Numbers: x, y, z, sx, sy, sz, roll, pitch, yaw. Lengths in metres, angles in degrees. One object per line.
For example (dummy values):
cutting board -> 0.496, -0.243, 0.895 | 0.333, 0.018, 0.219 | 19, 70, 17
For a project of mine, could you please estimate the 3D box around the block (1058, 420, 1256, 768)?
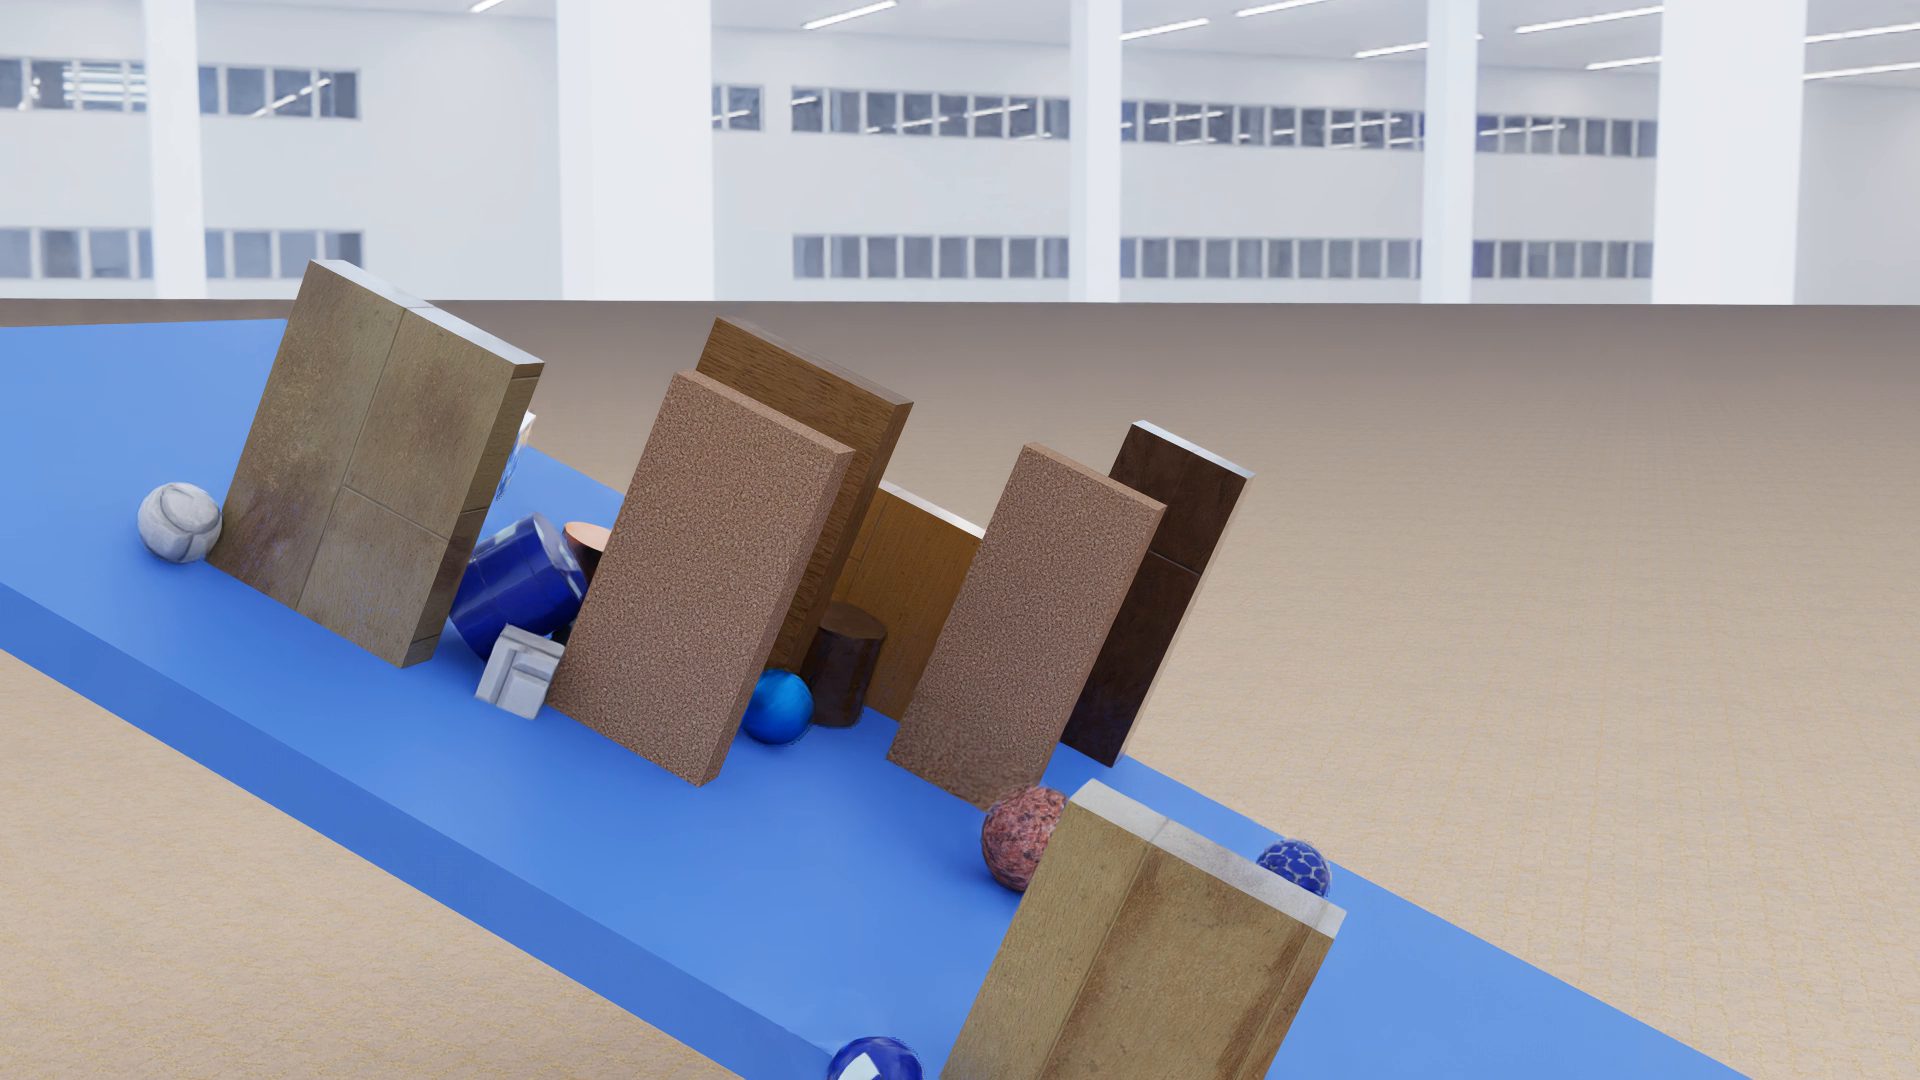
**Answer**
block -> 0.373, 0.121, 4.893 | 0.279, 0.718, 0.114 | 27, 14, 13

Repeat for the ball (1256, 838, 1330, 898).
ball -> 0.671, 0.682, 4.455 | 0.151, 0.151, 0.151 | 0, 7, 0

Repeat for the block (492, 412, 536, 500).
block -> -1.076, -0.217, 4.921 | 0.174, 0.174, 0.174 | 22, 13, -5

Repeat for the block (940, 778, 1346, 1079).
block -> 0.260, 0.655, 3.161 | 0.411, 0.468, 0.140 | 27, 14, 13

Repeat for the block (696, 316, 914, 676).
block -> -0.408, -0.040, 4.262 | 0.394, 0.681, 0.108 | 27, 14, 13

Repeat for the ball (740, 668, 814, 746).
ball -> -0.349, 0.316, 4.154 | 0.144, 0.144, 0.144 | 0, 7, 0

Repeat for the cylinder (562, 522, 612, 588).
cylinder -> -0.744, 0.070, 4.404 | 0.158, 0.158, 0.158 | 22, 13, -6

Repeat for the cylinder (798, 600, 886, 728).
cylinder -> -0.268, 0.244, 4.420 | 0.195, 0.195, 0.195 | 17, 16, -5

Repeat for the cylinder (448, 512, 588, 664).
cylinder -> -0.802, 0.087, 3.959 | 0.204, 0.204, 0.204 | -29, 7, 2

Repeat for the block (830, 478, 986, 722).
block -> -0.158, 0.120, 4.614 | 0.424, 0.432, 0.087 | 27, 14, 13

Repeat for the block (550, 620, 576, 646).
block -> -0.684, 0.213, 4.033 | 0.117, 0.117, 0.117 | 18, 15, -24

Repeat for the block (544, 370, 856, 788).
block -> -0.459, 0.068, 3.832 | 0.326, 0.646, 0.083 | 27, 14, 13

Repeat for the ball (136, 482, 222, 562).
ball -> -1.349, -0.031, 3.801 | 0.139, 0.139, 0.139 | 0, 7, 0

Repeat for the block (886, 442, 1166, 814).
block -> 0.125, 0.184, 4.284 | 0.287, 0.689, 0.088 | 27, 14, 13

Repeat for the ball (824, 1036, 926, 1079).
ball -> -0.117, 0.752, 3.018 | 0.140, 0.140, 0.140 | 0, 7, 0

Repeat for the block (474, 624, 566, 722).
block -> -0.768, 0.230, 3.840 | 0.110, 0.110, 0.110 | 22, 13, -7

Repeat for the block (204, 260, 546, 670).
block -> -1.019, -0.133, 3.809 | 0.424, 0.576, 0.102 | 27, 14, 13

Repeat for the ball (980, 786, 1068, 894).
ball -> 0.135, 0.543, 3.981 | 0.195, 0.195, 0.195 | 0, 7, 0

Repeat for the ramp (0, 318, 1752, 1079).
ramp -> -0.277, 0.477, 4.178 | 4.000, 0.100, 2.000 | 27, 14, 13
